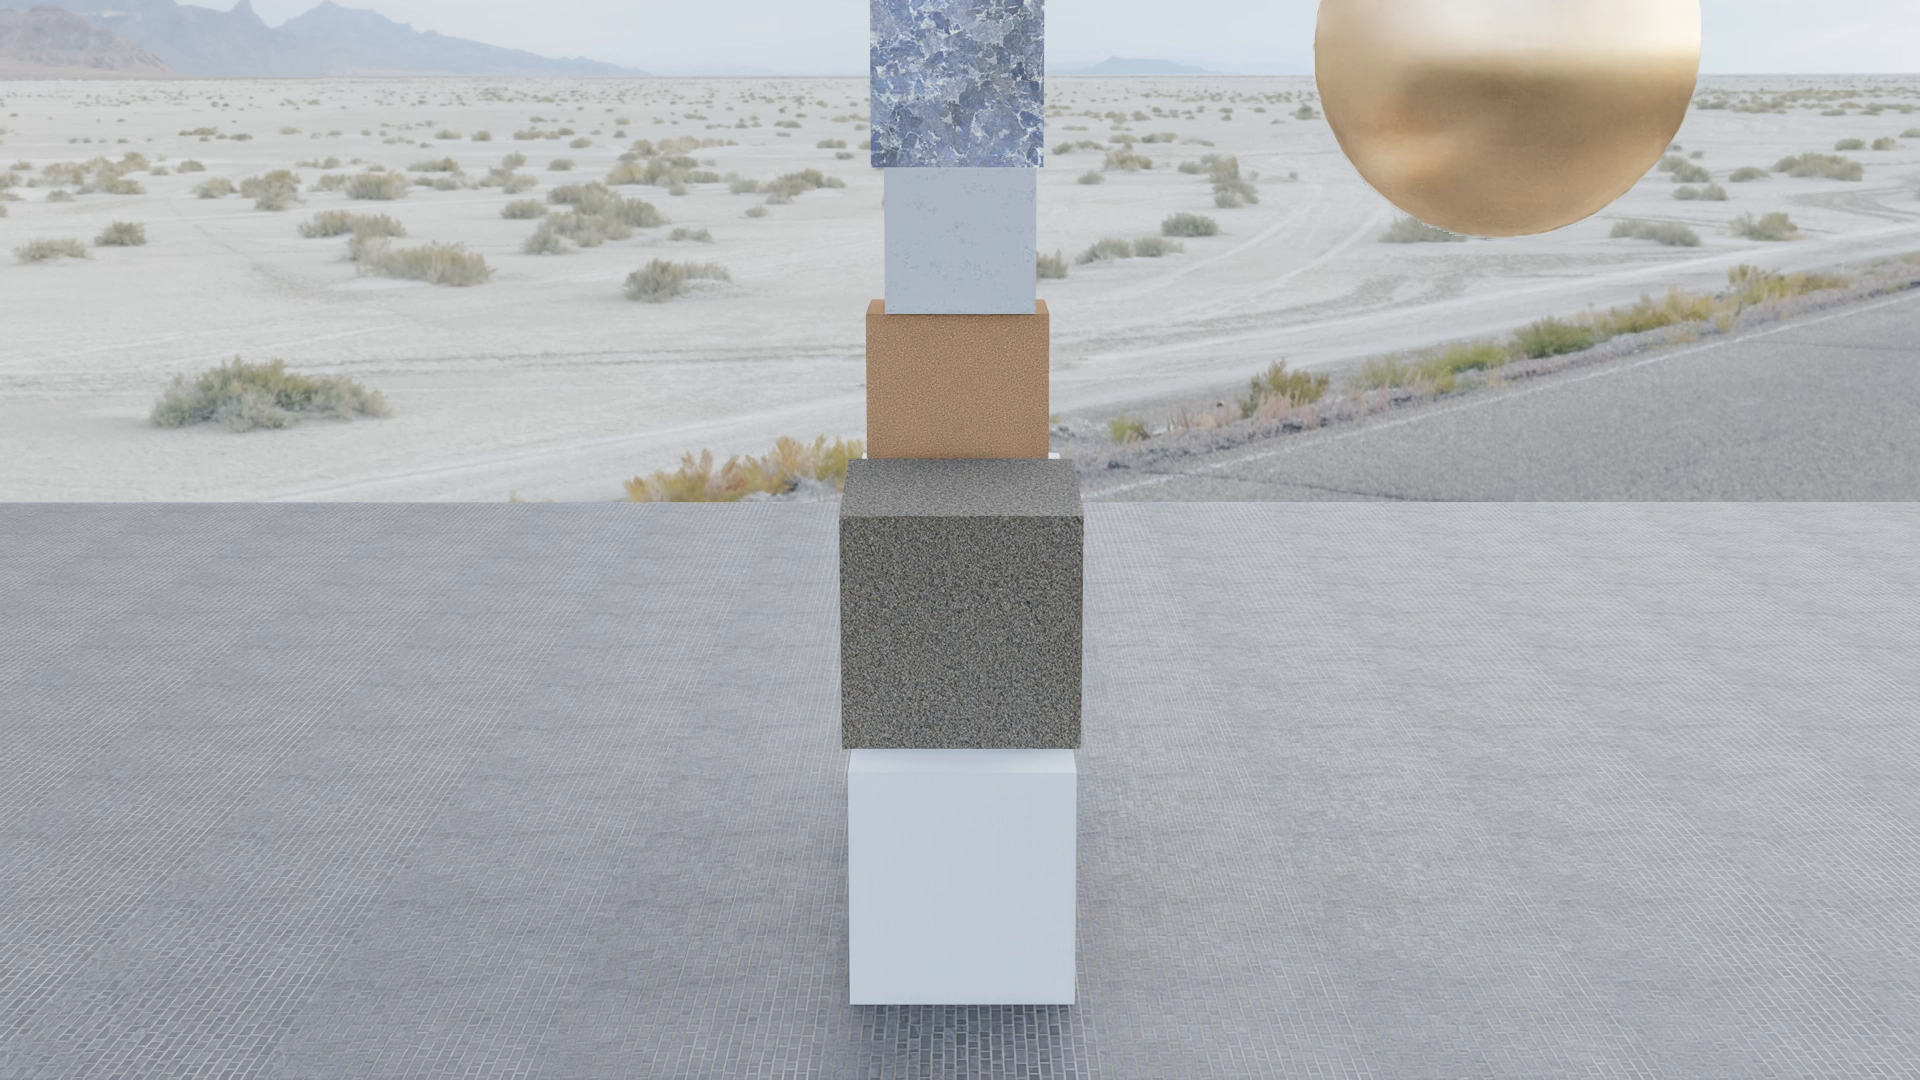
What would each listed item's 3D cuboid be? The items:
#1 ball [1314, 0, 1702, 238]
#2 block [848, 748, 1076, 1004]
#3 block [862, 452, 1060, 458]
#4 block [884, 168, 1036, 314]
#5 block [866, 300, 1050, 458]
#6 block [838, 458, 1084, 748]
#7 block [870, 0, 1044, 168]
[{"bbox_3d":[2.295,-2.078,10.802,1.600,1.600,1.600,0,10,0],"label":"ball"},{"bbox_3d":[0.009,1.233,10.223,0.859,0.916,1.019,0,10,0],"label":"block"},{"bbox_3d":[0.005,0.094,11.281,0.889,0.824,0.953,0,10,0],"label":"block"},{"bbox_3d":[0.002,-1.298,10.944,0.626,0.601,0.741,0,10,0],"label":"block"},{"bbox_3d":[-0.010,-0.650,11.062,0.763,0.717,0.695,0,10,0],"label":"block"},{"bbox_3d":[0.005,0.238,10.297,0.929,0.937,0.925,0,15,0],"label":"block"},{"bbox_3d":[-0.011,-2.027,10.812,0.709,0.880,0.716,0,10,0],"label":"block"}]
